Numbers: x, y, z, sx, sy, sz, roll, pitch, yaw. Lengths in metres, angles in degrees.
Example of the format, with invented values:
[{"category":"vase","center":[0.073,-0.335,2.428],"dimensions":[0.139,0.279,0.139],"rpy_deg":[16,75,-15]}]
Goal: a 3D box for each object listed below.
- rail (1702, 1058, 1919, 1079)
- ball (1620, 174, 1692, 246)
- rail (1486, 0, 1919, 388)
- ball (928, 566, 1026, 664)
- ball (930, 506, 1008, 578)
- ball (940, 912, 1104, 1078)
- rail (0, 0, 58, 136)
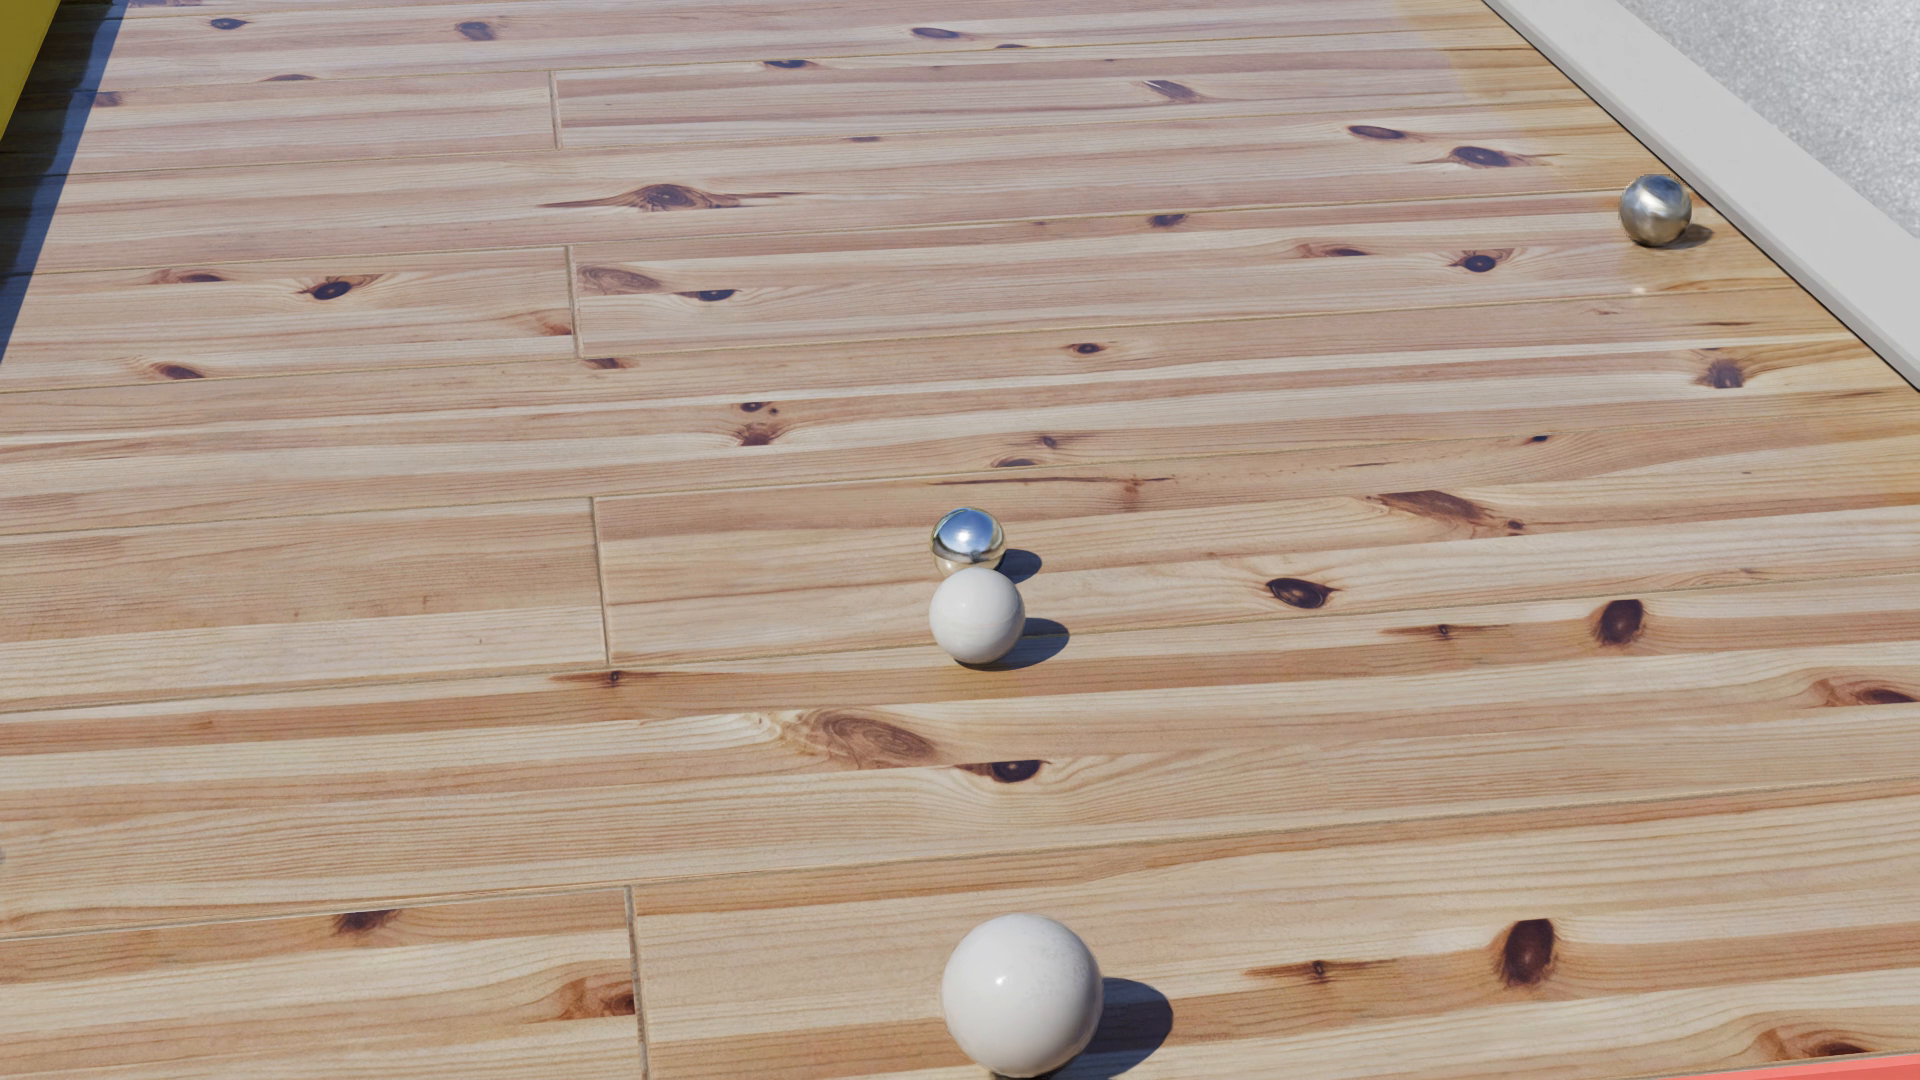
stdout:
[{"category":"rail","center":[0.106,0.287,1.296],"dimensions":[1.533,0.105,0.045],"rpy_deg":[-4,27,-8]},{"category":"ball","center":[0.589,-0.279,2.488],"dimensions":[0.060,0.060,0.060],"rpy_deg":[0,26,0]},{"category":"rail","center":[0.624,-0.388,2.655],"dimensions":[0.045,0.105,2.891],"rpy_deg":[-4,27,-8]},{"category":"ball","center":[0.011,0.047,1.830],"dimensions":[0.061,0.061,0.061],"rpy_deg":[0,26,0]},{"category":"ball","center":[0.005,0.004,1.928],"dimensions":[0.051,0.051,0.051],"rpy_deg":[0,26,0]},{"category":"ball","center":[0.031,0.224,1.450],"dimensions":[0.081,0.081,0.081],"rpy_deg":[0,26,0]},{"category":"rail","center":[-0.844,-0.288,2.453],"dimensions":[0.045,0.105,2.891],"rpy_deg":[-4,27,-8]}]
